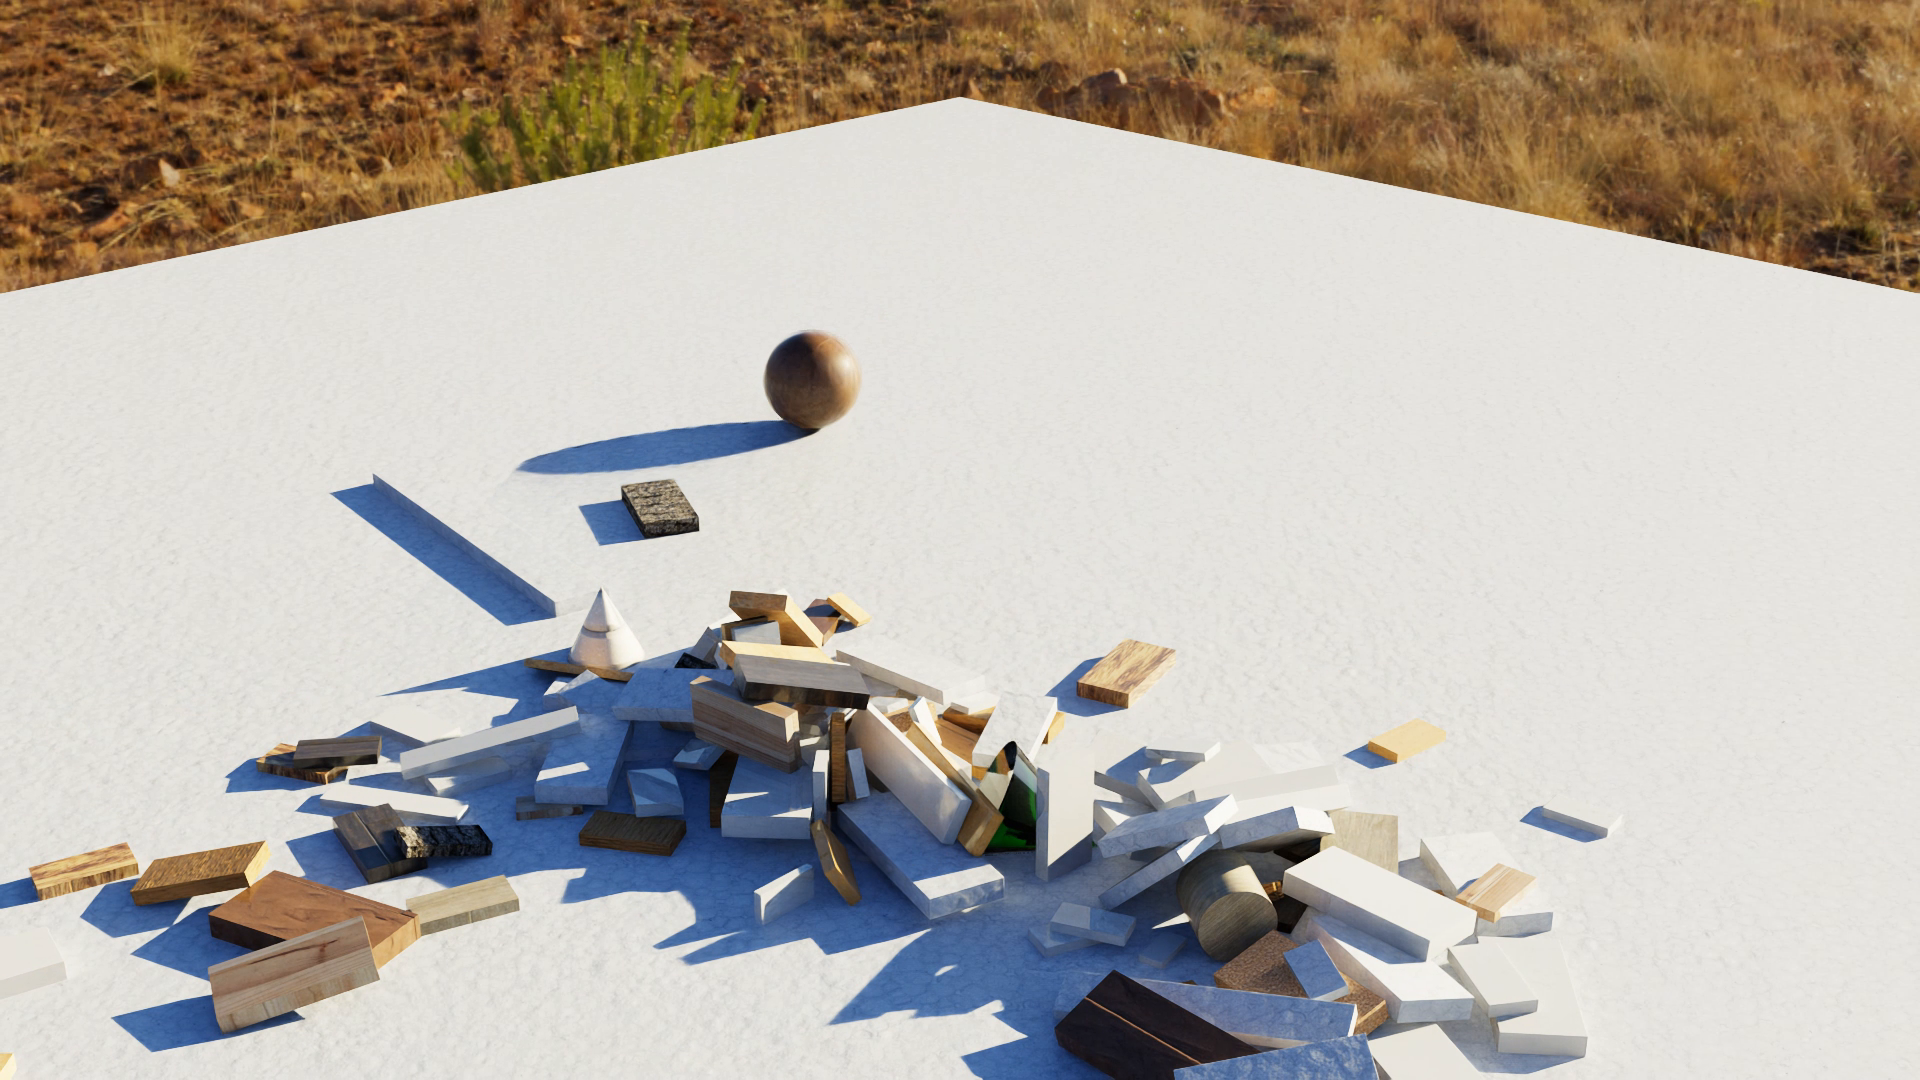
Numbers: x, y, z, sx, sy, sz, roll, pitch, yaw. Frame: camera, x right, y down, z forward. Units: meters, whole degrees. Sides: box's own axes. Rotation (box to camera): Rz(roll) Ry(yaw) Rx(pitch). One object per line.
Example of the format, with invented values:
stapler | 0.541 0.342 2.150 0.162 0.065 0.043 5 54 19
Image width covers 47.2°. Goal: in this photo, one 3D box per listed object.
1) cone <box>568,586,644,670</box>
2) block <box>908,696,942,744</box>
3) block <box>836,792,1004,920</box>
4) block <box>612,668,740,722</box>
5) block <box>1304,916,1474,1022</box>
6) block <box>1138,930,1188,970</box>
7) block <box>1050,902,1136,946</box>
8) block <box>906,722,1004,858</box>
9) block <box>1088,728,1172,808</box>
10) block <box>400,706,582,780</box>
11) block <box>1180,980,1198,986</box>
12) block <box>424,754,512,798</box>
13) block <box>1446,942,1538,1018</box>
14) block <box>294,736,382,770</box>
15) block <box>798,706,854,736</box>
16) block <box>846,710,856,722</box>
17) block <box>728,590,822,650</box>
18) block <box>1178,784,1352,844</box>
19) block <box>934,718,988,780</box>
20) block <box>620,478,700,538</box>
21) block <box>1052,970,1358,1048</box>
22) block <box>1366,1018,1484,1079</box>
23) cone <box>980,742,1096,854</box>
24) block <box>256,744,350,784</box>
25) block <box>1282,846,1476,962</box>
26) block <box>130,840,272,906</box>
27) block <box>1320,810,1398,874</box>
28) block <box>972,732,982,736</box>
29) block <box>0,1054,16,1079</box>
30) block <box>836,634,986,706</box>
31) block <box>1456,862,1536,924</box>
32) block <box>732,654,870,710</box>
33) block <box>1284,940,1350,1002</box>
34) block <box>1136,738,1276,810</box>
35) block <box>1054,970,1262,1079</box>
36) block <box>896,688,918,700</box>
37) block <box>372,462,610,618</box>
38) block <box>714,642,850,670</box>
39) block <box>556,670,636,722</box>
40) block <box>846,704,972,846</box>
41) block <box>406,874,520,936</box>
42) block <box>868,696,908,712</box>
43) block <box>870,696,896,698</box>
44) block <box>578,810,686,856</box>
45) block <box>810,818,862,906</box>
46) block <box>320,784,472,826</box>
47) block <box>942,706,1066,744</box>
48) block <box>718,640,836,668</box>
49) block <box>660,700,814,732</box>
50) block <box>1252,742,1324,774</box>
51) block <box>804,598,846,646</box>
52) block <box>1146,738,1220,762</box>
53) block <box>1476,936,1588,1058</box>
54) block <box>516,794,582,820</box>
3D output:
cone | -0.825 0.188 5.090 0.178 0.178 0.178 0 23 0
block | -0.073 0.383 4.535 0.015 0.106 0.053 -14 16 27
block | -0.081 0.598 4.234 0.157 0.044 0.391 -12 26 -26
block | -0.597 0.328 4.660 0.258 0.037 0.129 0 37 27
block | 0.749 0.747 3.854 0.147 0.042 0.311 3 17 -23
block | 0.368 0.743 3.991 0.049 0.014 0.097 14 27 30
block | 0.244 0.703 4.027 0.142 0.020 0.071 9 25 20
block | -0.028 0.485 4.317 0.026 0.091 0.392 26 9 -32
block | 0.417 0.490 4.451 0.347 0.036 0.128 20 39 18
block | -0.984 0.425 4.613 0.375 0.023 0.081 -15 25 -10
block | 0.361 0.810 3.827 0.142 0.020 0.071 -10 25 -23
block | -1.022 0.492 4.573 0.161 0.023 0.081 -14 27 -30
block | 0.925 0.763 3.824 0.090 0.025 0.179 -4 23 -10
block | -1.306 0.445 4.618 0.170 0.024 0.085 -3 23 -7
block | -0.307 0.361 4.568 0.092 0.026 0.184 -40 24 -29
block | -0.306 0.362 4.649 0.191 0.027 0.095 -3 32 40
block | -0.415 0.184 4.994 0.129 0.037 0.368 4 -15 10
block | 0.583 0.527 4.229 0.314 0.044 0.157 -5 -16 -32
block | 0.006 0.444 4.658 0.268 0.026 0.092 21 38 38
block | -0.808 -0.086 5.910 0.147 0.042 0.294 -8 24 -18
block | 0.412 0.801 3.733 0.510 0.025 0.090 2 39 22
block | 0.863 0.998 3.357 0.144 0.041 0.943 -7 24 -16
cone | 0.164 0.554 4.317 0.242 0.242 0.242 25 21 -9
block | -1.380 0.470 4.622 0.170 0.024 0.085 8 24 18
block | 0.759 0.657 3.990 0.311 0.044 0.156 22 27 39
block | -1.438 0.631 4.168 0.230 0.033 0.115 -10 22 8
block | 0.764 0.613 4.215 0.147 0.042 0.293 4 24 9
block | 0.021 0.427 4.735 0.104 0.015 0.052 12 26 26
block | -1.693 0.891 3.618 0.230 0.033 0.115 0 23 1
block | -0.116 0.292 4.978 0.120 0.034 0.387 -18 23 -37
block | 0.996 0.654 4.083 0.080 0.023 0.160 19 29 37
block | -0.325 0.289 4.489 0.259 0.037 0.130 7 21 -19
block | 0.611 0.744 3.776 0.067 0.019 0.134 -21 29 -4
block | 0.498 0.484 4.410 0.257 0.036 0.128 -14 41 -25
block | 0.374 0.862 3.604 0.449 0.044 0.156 23 49 40
block | -0.115 0.367 4.846 0.052 0.015 0.104 26 20 -12
block | -1.244 -0.017 5.747 0.147 0.042 1.080 -16 28 -34
block | -0.374 0.283 4.772 0.302 0.033 0.118 11 15 -20
block | -0.789 0.357 4.827 0.185 0.026 0.093 26 47 32
block | -0.109 0.458 4.369 0.027 0.095 0.442 16 13 -34
block | -0.931 0.683 4.116 0.189 0.027 0.094 -12 26 -25
block | -0.162 0.346 4.620 0.053 0.015 0.106 -17 10 -36
block | -0.200 0.370 4.865 0.136 0.019 0.068 0 23 -1
block | -0.648 0.581 4.358 0.189 0.027 0.094 5 24 12
block | -0.237 0.614 4.197 0.026 0.091 0.182 -34 26 3
block | -1.148 0.537 4.471 0.303 0.019 0.066 6 24 14
block | 0.096 0.390 4.776 0.239 0.034 0.120 8 16 18
block | -0.384 0.262 4.704 0.236 0.033 0.118 6 17 -34
block | -0.474 0.353 4.631 0.387 0.037 0.130 1 39 44
block | 0.596 0.481 4.574 0.313 0.041 0.146 -3 23 -7
block | -0.336 0.196 5.265 0.093 0.026 0.196 7 24 16
block | 0.451 0.424 4.452 0.134 0.019 0.067 1 16 33
block | 0.994 0.793 3.838 0.146 0.041 0.292 2 23 5
block | -0.834 0.539 4.466 0.131 0.019 0.066 -4 23 -10
